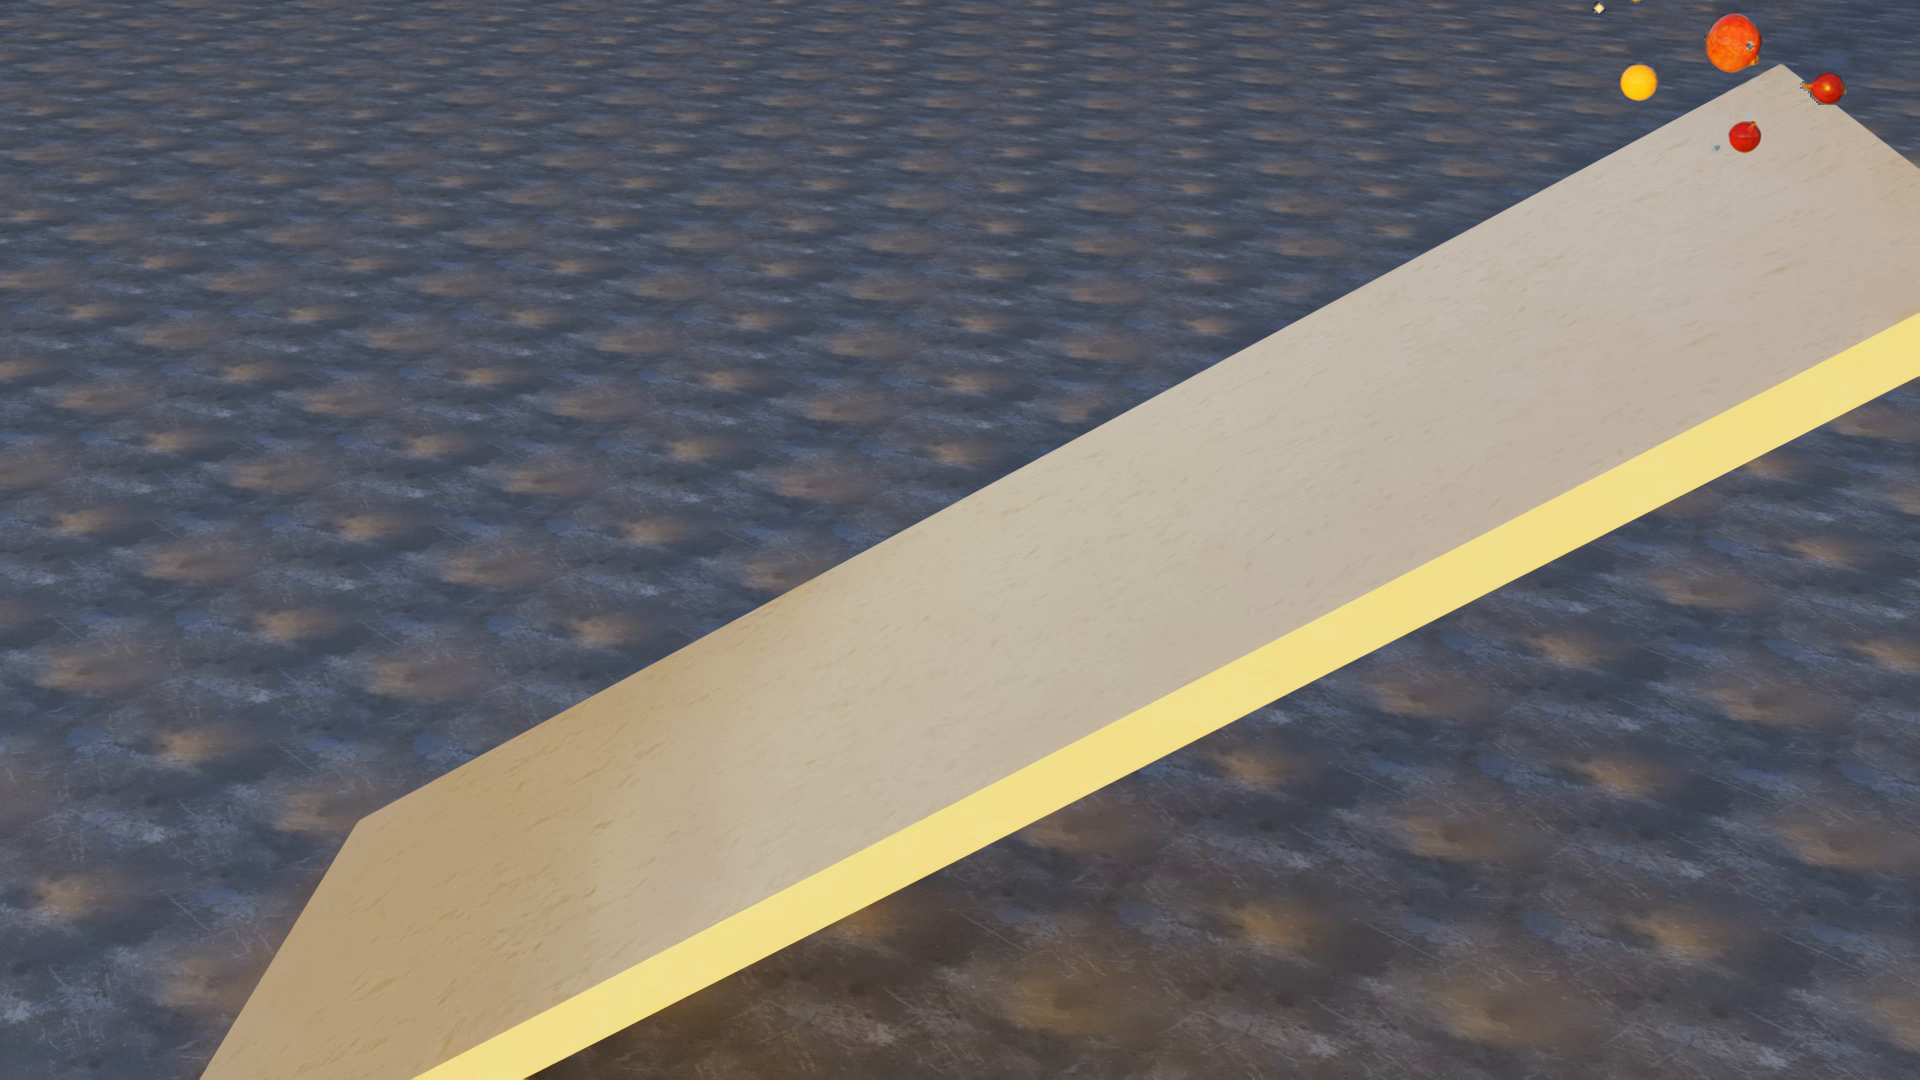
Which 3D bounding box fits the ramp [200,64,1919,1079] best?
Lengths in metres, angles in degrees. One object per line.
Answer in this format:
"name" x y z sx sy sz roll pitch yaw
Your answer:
"ramp" 0.142 0.168 6.284 4.000 0.100 2.000 -28 15 12
